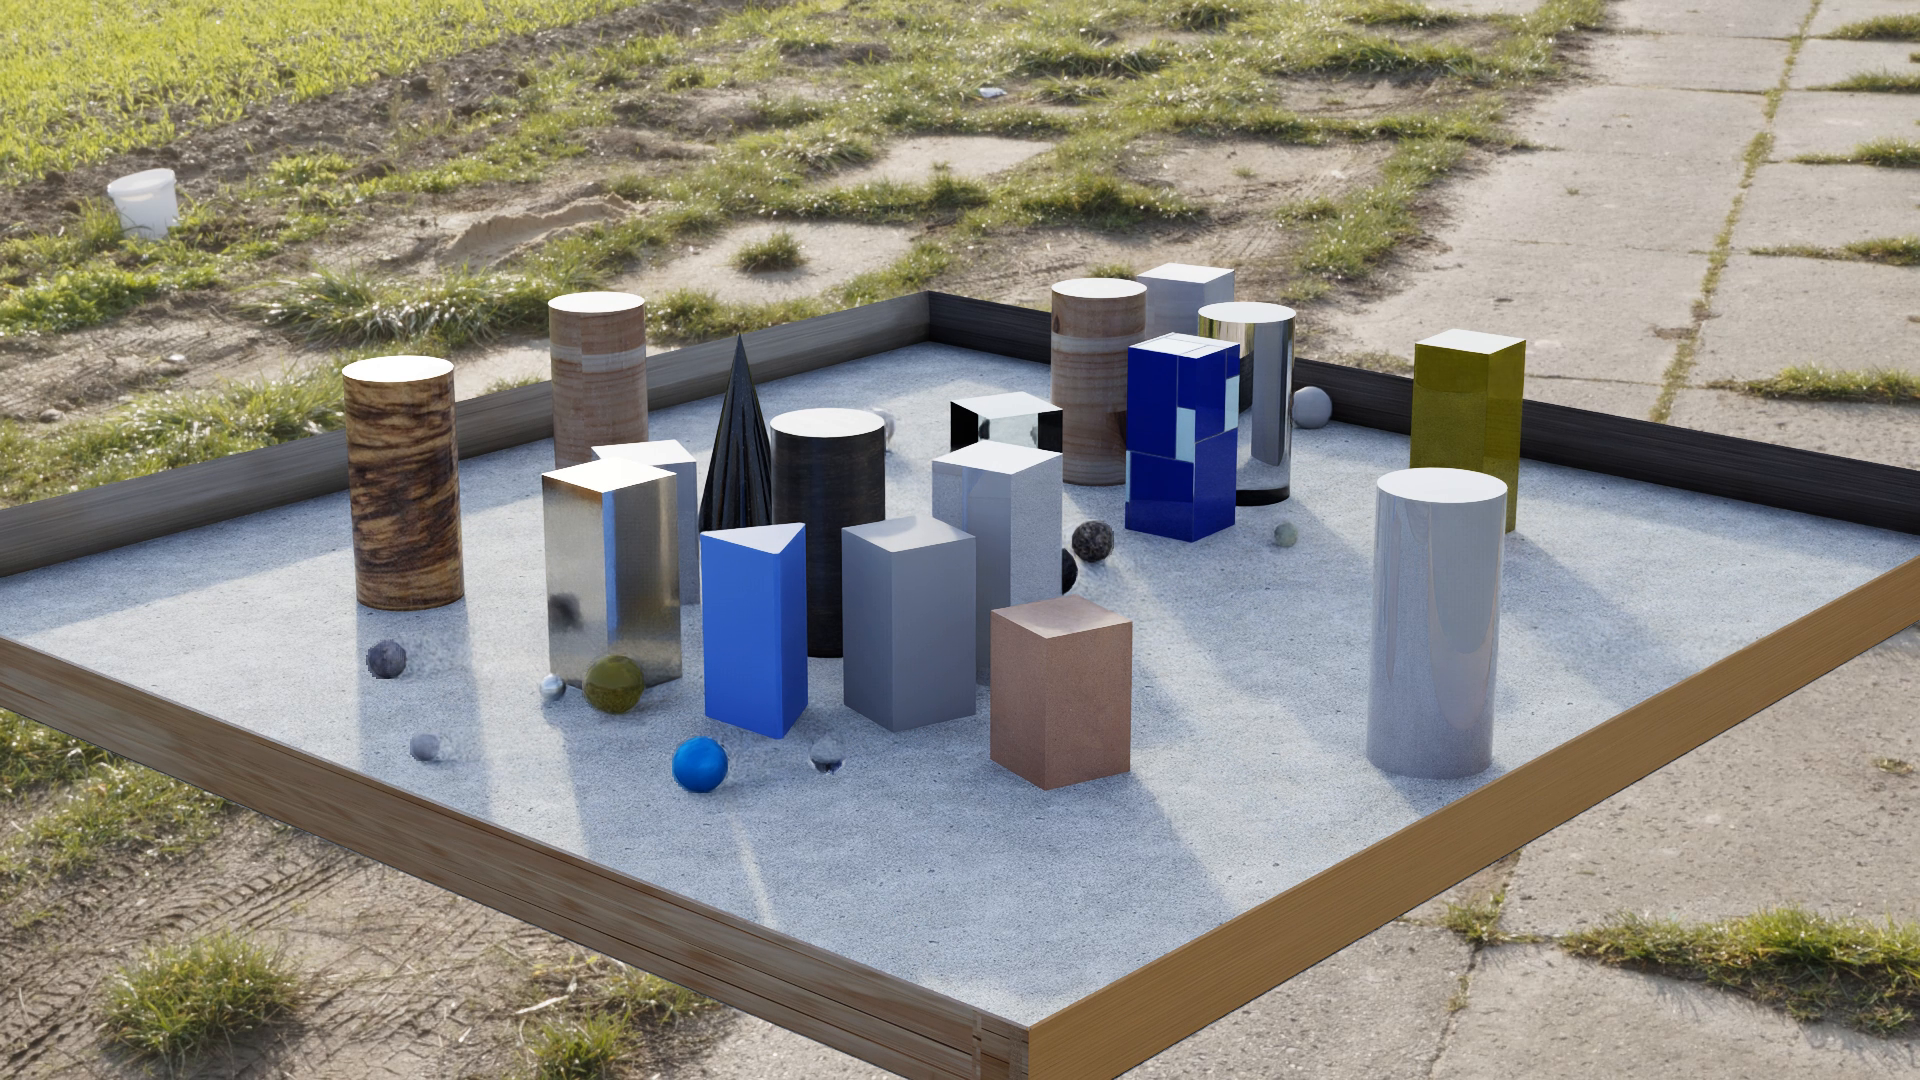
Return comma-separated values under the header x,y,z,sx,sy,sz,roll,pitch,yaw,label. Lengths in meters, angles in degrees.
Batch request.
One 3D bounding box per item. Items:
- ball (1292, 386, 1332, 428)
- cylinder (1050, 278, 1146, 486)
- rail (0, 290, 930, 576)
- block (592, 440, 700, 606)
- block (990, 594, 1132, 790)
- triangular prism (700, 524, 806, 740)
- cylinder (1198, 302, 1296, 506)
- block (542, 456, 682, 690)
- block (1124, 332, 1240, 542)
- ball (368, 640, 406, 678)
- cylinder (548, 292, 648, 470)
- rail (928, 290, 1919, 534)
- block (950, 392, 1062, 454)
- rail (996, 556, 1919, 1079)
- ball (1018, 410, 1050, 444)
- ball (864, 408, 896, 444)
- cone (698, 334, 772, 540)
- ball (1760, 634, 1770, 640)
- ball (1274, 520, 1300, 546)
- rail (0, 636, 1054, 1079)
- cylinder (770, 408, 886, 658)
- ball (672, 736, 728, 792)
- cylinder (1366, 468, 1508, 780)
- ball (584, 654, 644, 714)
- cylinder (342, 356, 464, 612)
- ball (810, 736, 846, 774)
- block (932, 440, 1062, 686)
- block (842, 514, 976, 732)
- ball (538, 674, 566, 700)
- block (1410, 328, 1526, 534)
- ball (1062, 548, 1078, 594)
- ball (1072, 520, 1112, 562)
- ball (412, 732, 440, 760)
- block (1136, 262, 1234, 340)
x,y,z,sx,sy,sz,roll,pitch,yaw,label
0.742,-0.281,6.207,0.090,0.090,0.090,0,17,0,ball
0.273,-0.314,5.817,0.187,0.380,0.187,0,17,0,cylinder
-0.994,-0.220,5.947,0.045,0.121,2.856,14,22,39,rail
-0.544,-0.026,5.079,0.149,0.255,0.149,-6,18,-19,block
0.148,0.221,4.300,0.149,0.233,0.149,-10,20,-30,block
-0.287,0.130,4.496,0.162,0.294,0.140,14,22,39,triangular prism
0.552,-0.265,5.685,0.187,0.362,0.187,0,17,0,cylinder
-0.551,0.059,4.654,0.149,0.339,0.149,16,23,42,block
0.414,-0.193,5.467,0.149,0.350,0.149,12,21,35,block
-0.917,0.192,4.697,0.060,0.060,0.060,0,17,0,ball
-0.710,-0.292,5.777,0.187,0.361,0.187,0,17,0,cylinder
0.921,-0.277,6.136,2.681,0.121,0.045,14,22,39,rail
0.083,-0.109,5.310,0.149,0.280,0.149,-9,19,-26,block
0.994,0.280,4.295,0.045,0.121,2.856,14,22,39,rail
0.155,-0.234,6.082,0.072,0.072,0.072,0,17,0,ball
-0.175,-0.232,6.061,0.082,0.082,0.082,0,17,0,ball
-0.404,-0.199,5.426,0.187,0.385,0.187,0,17,0,cone
1.307,0.184,4.713,0.065,0.065,0.065,0,17,0,ball
0.602,-0.012,5.395,0.046,0.046,0.046,0,17,0,ball
-0.921,0.337,4.106,2.681,0.121,0.045,14,22,39,rail
-0.216,-0.013,4.830,0.187,0.374,0.187,0,17,0,cylinder
-0.374,0.323,4.228,0.079,0.079,0.079,0,17,0,ball
0.698,0.121,4.307,0.187,0.420,0.187,0,17,0,cylinder
-0.537,0.223,4.538,0.092,0.092,0.092,0,17,0,ball
-0.959,-0.098,5.060,0.187,0.405,0.187,0,17,0,cylinder
-0.193,0.315,4.297,0.055,0.055,0.055,0,17,0,ball
0.060,0.039,4.690,0.149,0.357,0.149,11,20,33,block
-0.079,0.126,4.520,0.149,0.288,0.149,-10,20,-31,block
-0.639,0.231,4.599,0.042,0.042,0.042,0,17,0,ball
0.938,-0.190,5.434,0.149,0.365,0.149,12,21,35,block
0.160,0.054,5.102,0.089,0.089,0.089,0,17,0,ball
0.239,0.003,5.296,0.075,0.075,0.075,0,17,0,ball
-0.793,0.306,4.351,0.042,0.042,0.042,0,17,0,ball
0.458,-0.364,5.998,0.149,0.371,0.149,9,19,28,block
